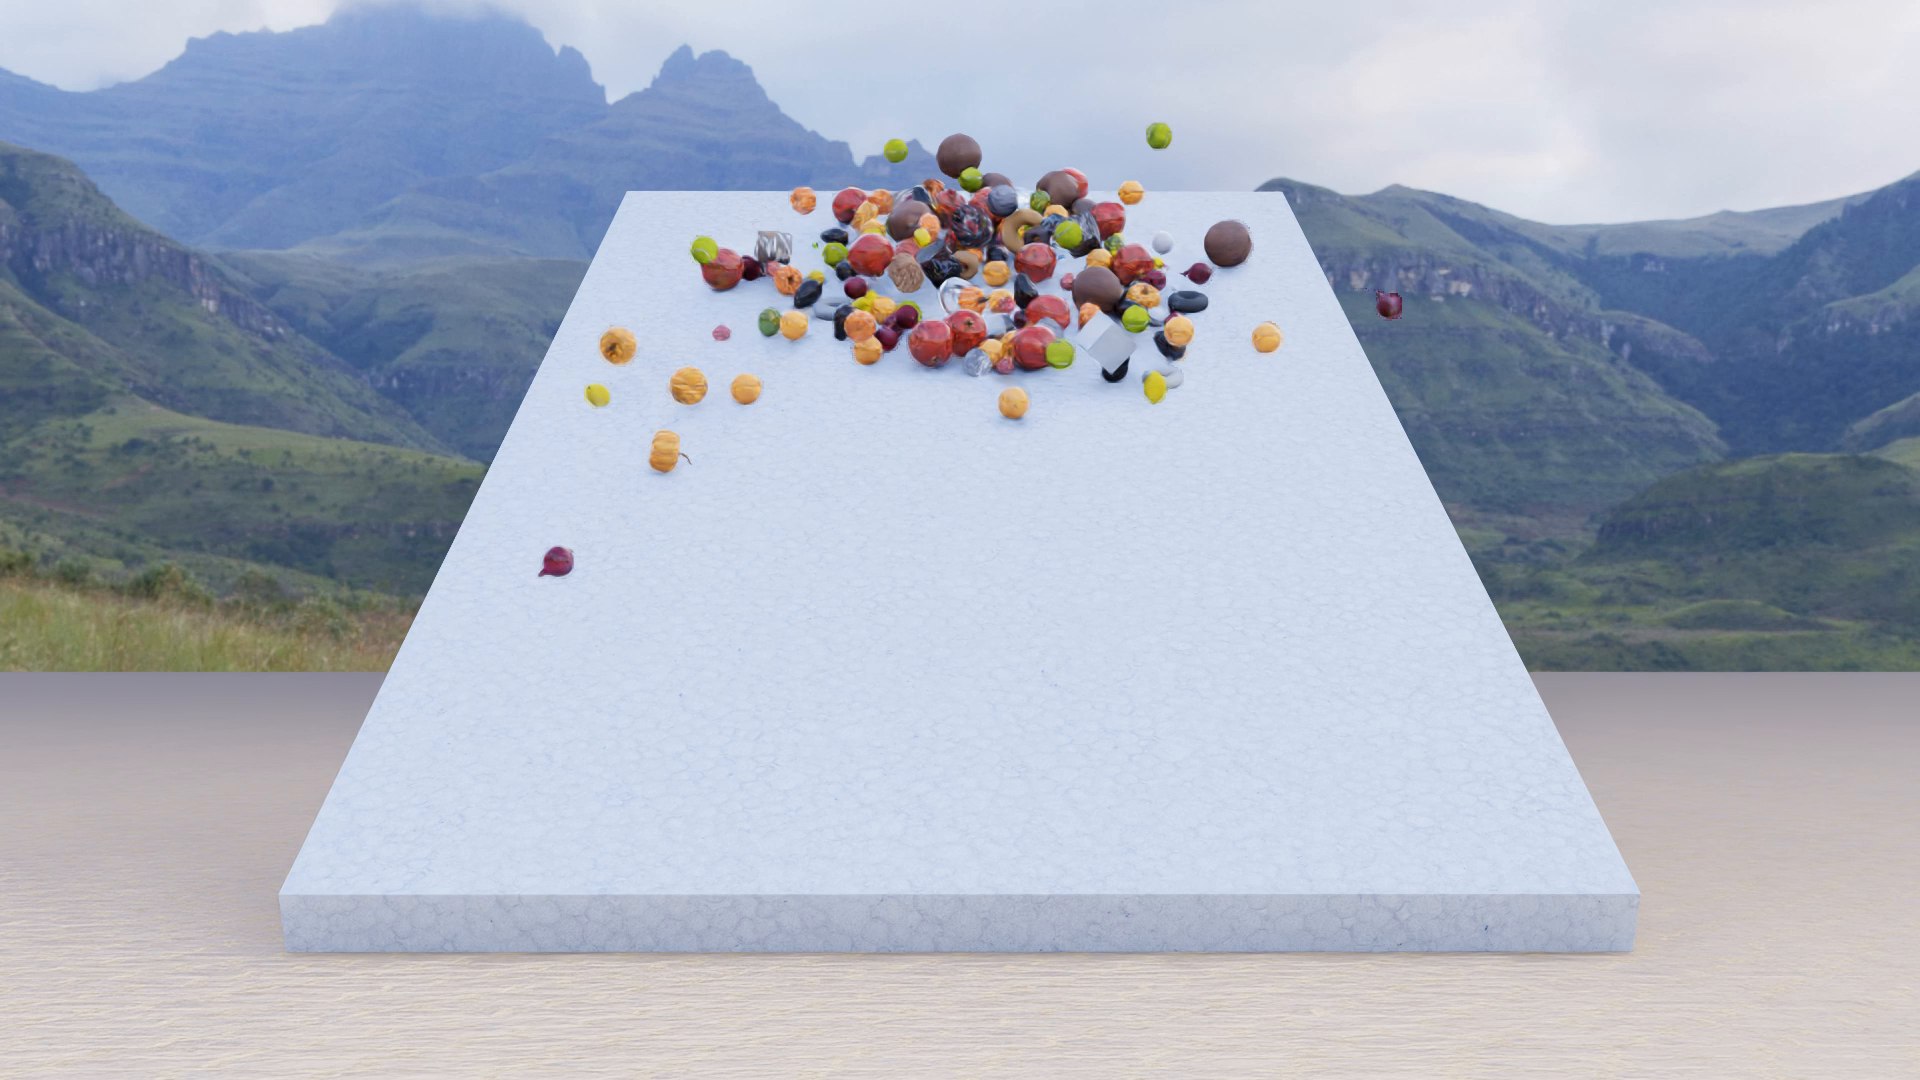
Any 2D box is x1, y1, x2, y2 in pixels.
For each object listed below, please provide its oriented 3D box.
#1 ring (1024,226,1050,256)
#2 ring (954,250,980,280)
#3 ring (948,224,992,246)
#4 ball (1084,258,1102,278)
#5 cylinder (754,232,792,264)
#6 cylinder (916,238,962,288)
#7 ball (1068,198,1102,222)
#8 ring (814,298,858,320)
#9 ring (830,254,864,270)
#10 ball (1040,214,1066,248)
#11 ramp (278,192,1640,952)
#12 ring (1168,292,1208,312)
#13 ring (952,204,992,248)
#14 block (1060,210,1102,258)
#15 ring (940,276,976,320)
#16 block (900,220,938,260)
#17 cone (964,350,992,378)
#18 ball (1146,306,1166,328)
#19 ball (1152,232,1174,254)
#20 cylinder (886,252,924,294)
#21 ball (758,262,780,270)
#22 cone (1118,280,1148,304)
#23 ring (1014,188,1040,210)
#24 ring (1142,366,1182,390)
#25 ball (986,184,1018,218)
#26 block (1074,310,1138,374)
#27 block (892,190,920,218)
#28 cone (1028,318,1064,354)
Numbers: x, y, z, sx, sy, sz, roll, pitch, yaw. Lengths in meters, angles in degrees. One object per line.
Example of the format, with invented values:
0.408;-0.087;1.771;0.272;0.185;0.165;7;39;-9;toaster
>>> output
0.209;-0.806;6.242;0.078;0.078;0.026;-2;10;31;ring
0.003;-0.732;6.188;0.098;0.033;0.098;-7;-42;-7;ring
0.026;-0.860;6.527;0.128;0.043;0.128;11;20;-4;ring
0.359;-0.735;6.245;0.053;0.053;0.053;0;-3;0;ball
-0.497;-0.779;6.166;0.084;0.084;0.084;-4;-2;-19;cylinder
-0.055;-0.729;6.104;0.091;0.091;0.091;-3;-44;45;cylinder
0.359;-0.935;6.655;0.095;0.095;0.095;0;-3;0;ball
-0.318;-0.591;5.928;0.115;0.038;0.115;-1;24;0;ring
-0.310;-0.760;6.326;0.093;0.031;0.093;-1;23;1;ring
0.260;-0.840;6.291;0.093;0.093;0.093;0;-3;0;ball
-0.008;-0.226;5.257;2.000;0.100;4.000;0;23;0;ramp
0.590;-0.617;5.994;0.108;0.036;0.108;0;22;0;ring
0.033;-0.847;6.251;0.123;0.123;0.041;2;-17;-29;ring
0.325;-0.816;6.189;0.082;0.082;0.082;-16;-23;13;block
-0.005;-0.616;5.907;0.112;0.112;0.037;2;-7;-37;ring
-0.111;-0.831;6.422;0.076;0.076;0.076;-21;31;-25;block
0.027;-0.415;5.528;0.071;0.071;0.071;1;-6;-24;cone
0.494;-0.563;5.849;0.051;0.051;0.051;0;-3;0;ball
0.530;-0.777;6.056;0.059;0.059;0.059;0;-3;0;ball
-0.141;-0.694;6.030;0.082;0.082;0.082;1;27;-17;cylinder
-0.518;-0.762;6.266;0.067;0.067;0.067;0;-3;0;ball
0.440;-0.637;6.044;0.069;0.069;0.069;-17;-13;36;cone
0.183;-1.002;6.850;0.111;0.111;0.037;1;-46;-12;ring
0.476;-0.381;5.451;0.094;0.031;0.094;-1;27;1;ring
0.117;-0.931;6.361;0.088;0.088;0.088;0;-3;0;ball
0.340;-0.461;5.404;0.092;0.092;0.092;41;5;-29;block
-0.156;-0.978;6.736;0.058;0.058;0.058;11;-18;-43;block
0.192;-0.492;5.695;0.092;0.092;0.092;2;-9;-34;cone
